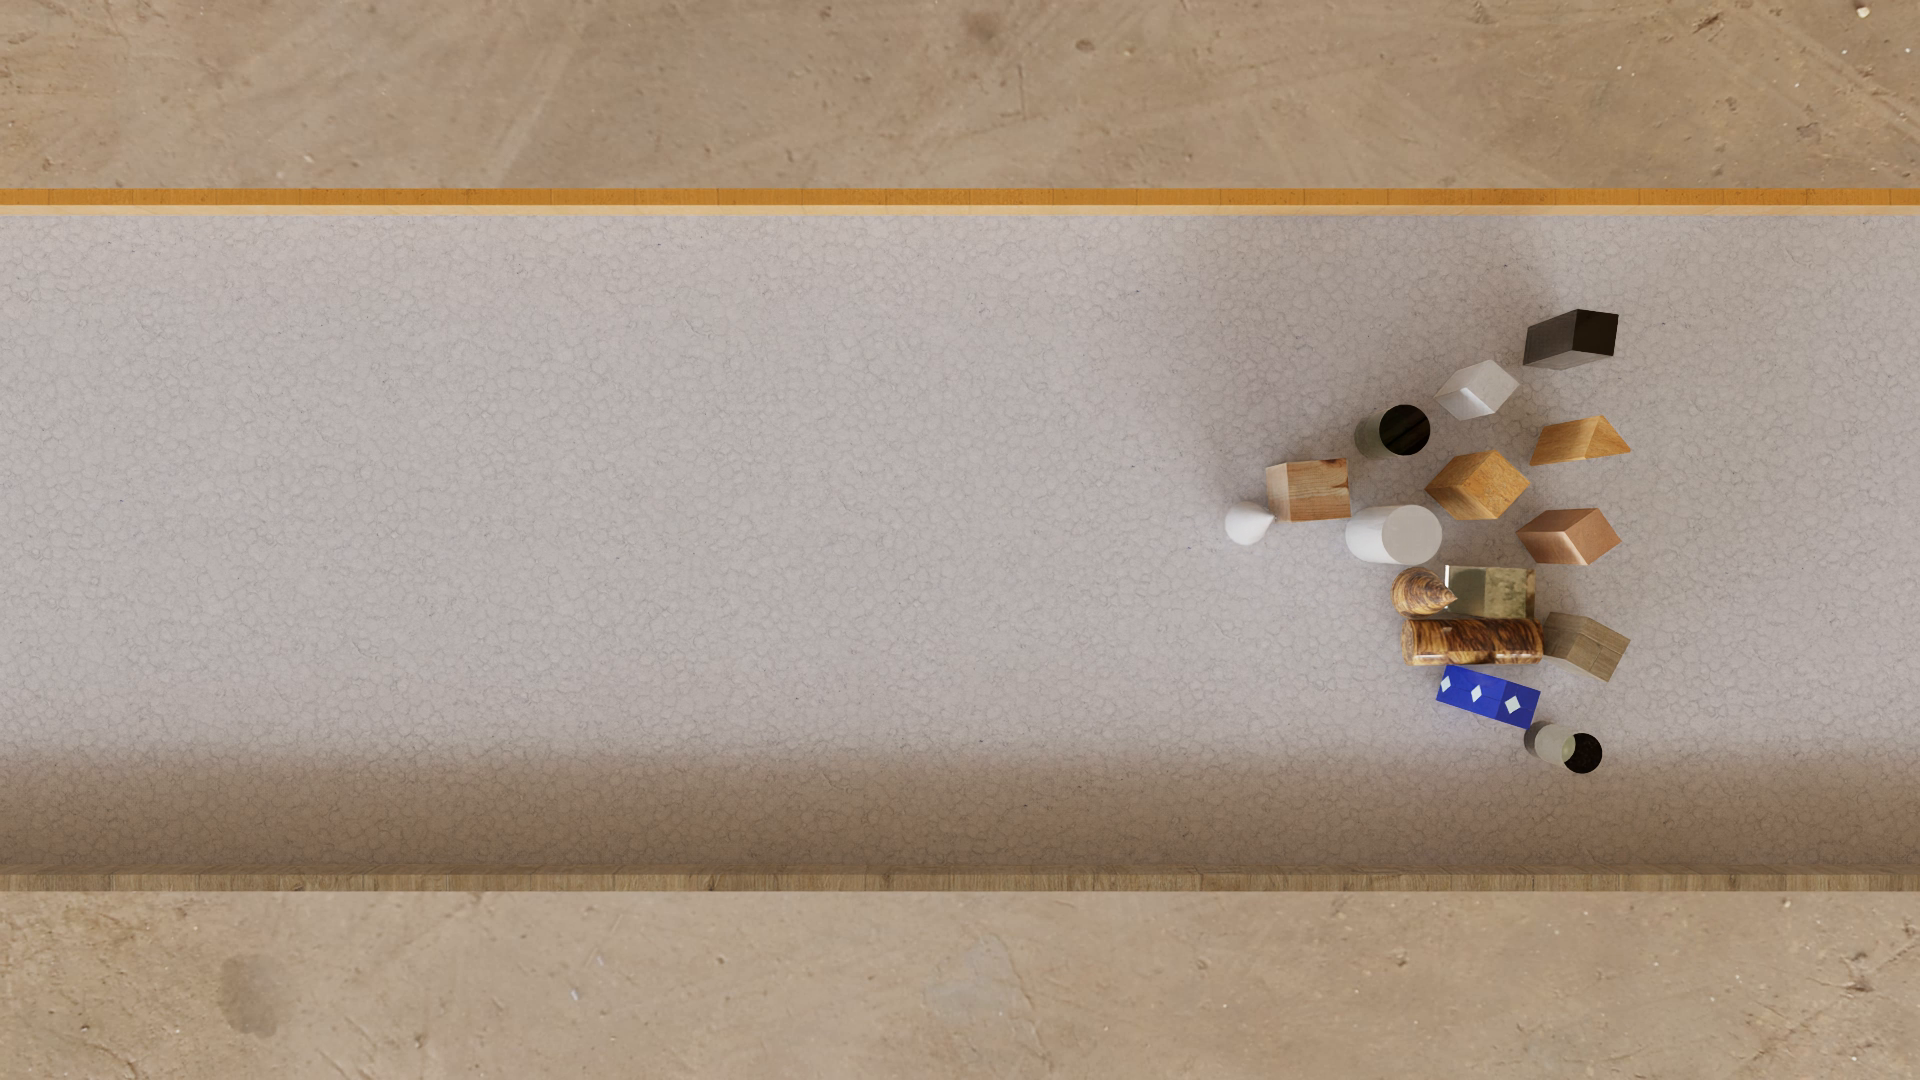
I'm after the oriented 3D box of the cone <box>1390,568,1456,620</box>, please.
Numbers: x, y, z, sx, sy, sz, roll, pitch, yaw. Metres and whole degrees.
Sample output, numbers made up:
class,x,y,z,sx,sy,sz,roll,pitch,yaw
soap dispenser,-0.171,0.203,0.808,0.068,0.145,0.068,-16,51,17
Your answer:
class,x,y,z,sx,sy,sz,roll,pitch,yaw
cone,1.408,0.166,4.871,0.165,0.411,0.165,0,90,0

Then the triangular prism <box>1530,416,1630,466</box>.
class,x,y,z,sx,sy,sz,roll,pitch,yaw
triangular prism,1.810,-0.295,4.853,0.130,0.447,0.113,-9,90,0

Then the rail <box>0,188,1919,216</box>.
class,x,y,z,sx,sy,sz,roll,pitch,yaw
rail,-2.247,-1.025,5.002,12.000,0.150,0.050,0,90,0

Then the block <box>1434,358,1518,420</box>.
class,x,y,z,sx,sy,sz,roll,pitch,yaw
block,1.532,-0.443,4.909,0.110,0.335,0.110,41,90,0

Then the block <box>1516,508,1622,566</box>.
class,x,y,z,sx,sy,sz,roll,pitch,yaw
block,1.789,-0.010,4.869,0.117,0.415,0.117,-35,90,0

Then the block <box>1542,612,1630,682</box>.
class,x,y,z,sx,sy,sz,roll,pitch,yaw
block,1.846,0.316,4.922,0.140,0.309,0.140,28,90,0

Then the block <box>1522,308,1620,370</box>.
class,x,y,z,sx,sy,sz,roll,pitch,yaw
block,1.799,-0.588,4.873,0.119,0.407,0.119,8,90,0

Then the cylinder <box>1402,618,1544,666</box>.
class,x,y,z,sx,sy,sz,roll,pitch,yaw
cylinder,1.553,0.309,5.007,0.391,0.139,0.139,-1,90,0

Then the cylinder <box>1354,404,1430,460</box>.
class,x,y,z,sx,sy,sz,roll,pitch,yaw
cylinder,1.288,-0.319,4.926,0.149,0.301,0.149,0,90,0

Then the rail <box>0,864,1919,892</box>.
class,x,y,z,sx,sy,sz,roll,pitch,yaw
rail,-2.247,1.025,5.001,12.000,0.150,0.050,0,90,0

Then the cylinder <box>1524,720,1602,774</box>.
class,x,y,z,sx,sy,sz,roll,pitch,yaw
cylinder,1.794,0.615,4.916,0.118,0.320,0.118,0,90,0

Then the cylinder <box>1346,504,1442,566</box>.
class,x,y,z,sx,sy,sz,roll,pitch,yaw
cylinder,1.271,-0.015,4.858,0.170,0.437,0.170,0,90,0

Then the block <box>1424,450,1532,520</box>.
class,x,y,z,sx,sy,sz,roll,pitch,yaw
block,1.526,-0.159,4.883,0.139,0.387,0.139,43,90,0

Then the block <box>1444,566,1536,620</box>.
class,x,y,z,sx,sy,sz,roll,pitch,yaw
block,1.563,0.152,4.880,0.141,0.392,0.141,2,90,0

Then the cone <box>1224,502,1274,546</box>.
class,x,y,z,sx,sy,sz,roll,pitch,yaw
cone,0.889,-0.059,4.894,0.133,0.355,0.133,0,87,-3

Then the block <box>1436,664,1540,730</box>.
class,x,y,z,sx,sy,sz,roll,pitch,yaw
block,1.568,0.464,4.908,0.118,0.318,0.118,18,90,-16

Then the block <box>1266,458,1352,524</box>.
class,x,y,z,sx,sy,sz,roll,pitch,yaw
block,1.033,-0.143,4.914,0.173,0.325,0.173,-5,90,0
